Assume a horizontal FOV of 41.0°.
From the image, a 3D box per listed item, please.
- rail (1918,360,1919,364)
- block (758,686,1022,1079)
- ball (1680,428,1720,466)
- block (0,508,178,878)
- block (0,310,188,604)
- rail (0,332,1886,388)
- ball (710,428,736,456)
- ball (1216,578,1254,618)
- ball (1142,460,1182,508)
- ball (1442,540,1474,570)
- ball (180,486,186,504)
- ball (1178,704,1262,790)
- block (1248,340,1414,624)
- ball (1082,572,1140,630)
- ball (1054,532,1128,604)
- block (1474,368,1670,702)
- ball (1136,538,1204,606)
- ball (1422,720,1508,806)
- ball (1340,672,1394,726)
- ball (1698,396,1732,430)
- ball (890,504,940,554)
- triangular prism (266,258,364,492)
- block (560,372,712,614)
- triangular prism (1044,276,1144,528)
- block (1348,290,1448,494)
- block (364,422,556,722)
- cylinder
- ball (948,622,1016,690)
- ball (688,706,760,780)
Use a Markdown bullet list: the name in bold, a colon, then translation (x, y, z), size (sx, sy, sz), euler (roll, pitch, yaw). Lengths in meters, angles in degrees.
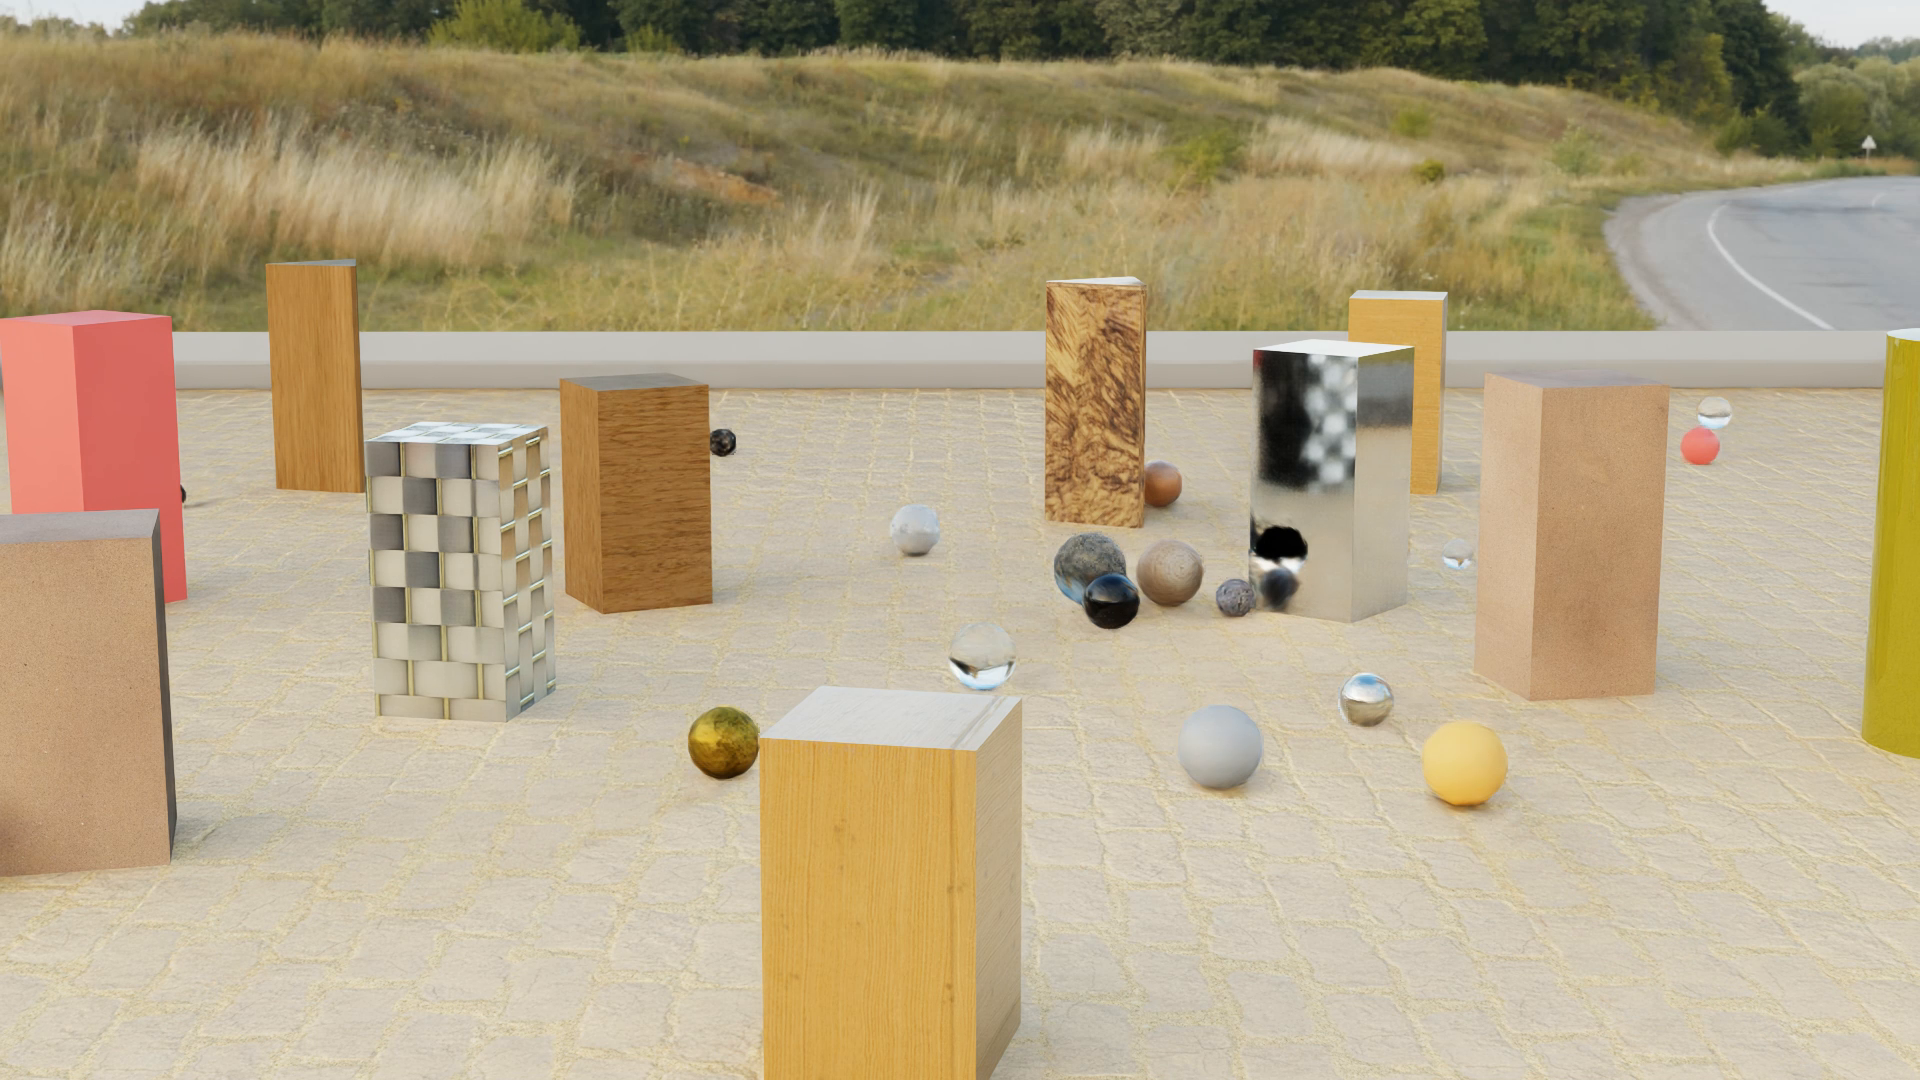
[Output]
- **rail**: translation (2.205, 0.031, 3.461), size (0.045, 0.128, 4.865), euler (0, 10, 0)
- **block**: translation (-0.048, 0.256, 1.893), size (0.157, 0.258, 0.157), euler (2, 11, 13)
- **ball**: translation (1.363, -0.173, 4.726), size (0.069, 0.069, 0.069), euler (0, 10, 0)
- **block**: translation (-0.824, 0.138, 2.394), size (0.157, 0.307, 0.157), euler (-3, 11, -14)
- **block**: translation (-1.177, -0.107, 3.489), size (0.157, 0.391, 0.157), euler (7, 13, 34)
- **rail**: translation (-0.014, -0.406, 5.817), size (4.458, 0.128, 0.045), euler (0, 10, 0)
- **ball**: translation (-0.447, -0.184, 4.831), size (0.054, 0.054, 0.054), euler (0, 10, 0)
- **ball**: translation (0.367, 0.077, 3.421), size (0.052, 0.052, 0.052), euler (0, 10, 0)
- **ball**: translation (0.331, -0.094, 4.274), size (0.079, 0.079, 0.079), euler (0, 10, 0)
- **ball**: translation (0.726, 0.021, 3.745), size (0.045, 0.045, 0.045), euler (0, 10, 0)
- **ball**: translation (-1.309, -0.074, 4.264), size (0.043, 0.043, 0.043), euler (0, 10, 0)
- **ball**: translation (0.264, 0.210, 2.611), size (0.086, 0.086, 0.086), euler (0, 10, 0)
- **block**: translation (0.501, -0.083, 3.462), size (0.157, 0.353, 0.157), euler (8, 13, 37)
- **ball**: translation (0.197, 0.080, 3.347), size (0.075, 0.075, 0.075), euler (0, 10, 0)
- **ball**: translation (0.173, 0.039, 3.420), size (0.098, 0.098, 0.098), euler (0, 10, 0)
- **block**: translation (0.720, -0.010, 3.032), size (0.157, 0.365, 0.157), euler (-2, 11, -12)
- **ball**: translation (0.286, 0.044, 3.494), size (0.092, 0.092, 0.092), euler (0, 10, 0)
- **ball**: translation (0.502, 0.222, 2.552), size (0.085, 0.085, 0.085), euler (0, 10, 0)
- **ball**: translation (0.453, 0.178, 2.857), size (0.060, 0.060, 0.060), euler (0, 10, 0)
- **ball**: translation (1.526, -0.258, 5.188), size (0.068, 0.068, 0.068), euler (0, 10, 0)
- **ball**: translation (-0.067, -0.016, 3.860), size (0.076, 0.076, 0.076), euler (0, 10, 0)
- **triangular prism**: translation (-1.088, -0.290, 4.478), size (0.170, 0.390, 0.148), euler (3, 11, 16)
- **block**: translation (-0.445, -0.068, 3.520), size (0.157, 0.301, 0.157), euler (-5, 12, -27)
- **triangular prism**: translation (0.246, -0.228, 4.151), size (0.170, 0.386, 0.148), euler (5, 12, 26)
- **block**: translation (0.759, -0.259, 4.463), size (0.157, 0.334, 0.157), euler (3, 11, 13)
- **block**: translation (-0.570, 0.033, 2.939), size (0.157, 0.315, 0.157), euler (2, 11, 11)
- **cylinder**: translation (1.086, 0.002, 2.757), size (0.197, 0.442, 0.197), euler (0, 10, 0)
- **ball**: translation (0.027, 0.136, 3.025), size (0.081, 0.081, 0.081), euler (0, 10, 0)
- **ball**: translation (-0.244, 0.209, 2.648), size (0.075, 0.075, 0.075), euler (0, 10, 0)
